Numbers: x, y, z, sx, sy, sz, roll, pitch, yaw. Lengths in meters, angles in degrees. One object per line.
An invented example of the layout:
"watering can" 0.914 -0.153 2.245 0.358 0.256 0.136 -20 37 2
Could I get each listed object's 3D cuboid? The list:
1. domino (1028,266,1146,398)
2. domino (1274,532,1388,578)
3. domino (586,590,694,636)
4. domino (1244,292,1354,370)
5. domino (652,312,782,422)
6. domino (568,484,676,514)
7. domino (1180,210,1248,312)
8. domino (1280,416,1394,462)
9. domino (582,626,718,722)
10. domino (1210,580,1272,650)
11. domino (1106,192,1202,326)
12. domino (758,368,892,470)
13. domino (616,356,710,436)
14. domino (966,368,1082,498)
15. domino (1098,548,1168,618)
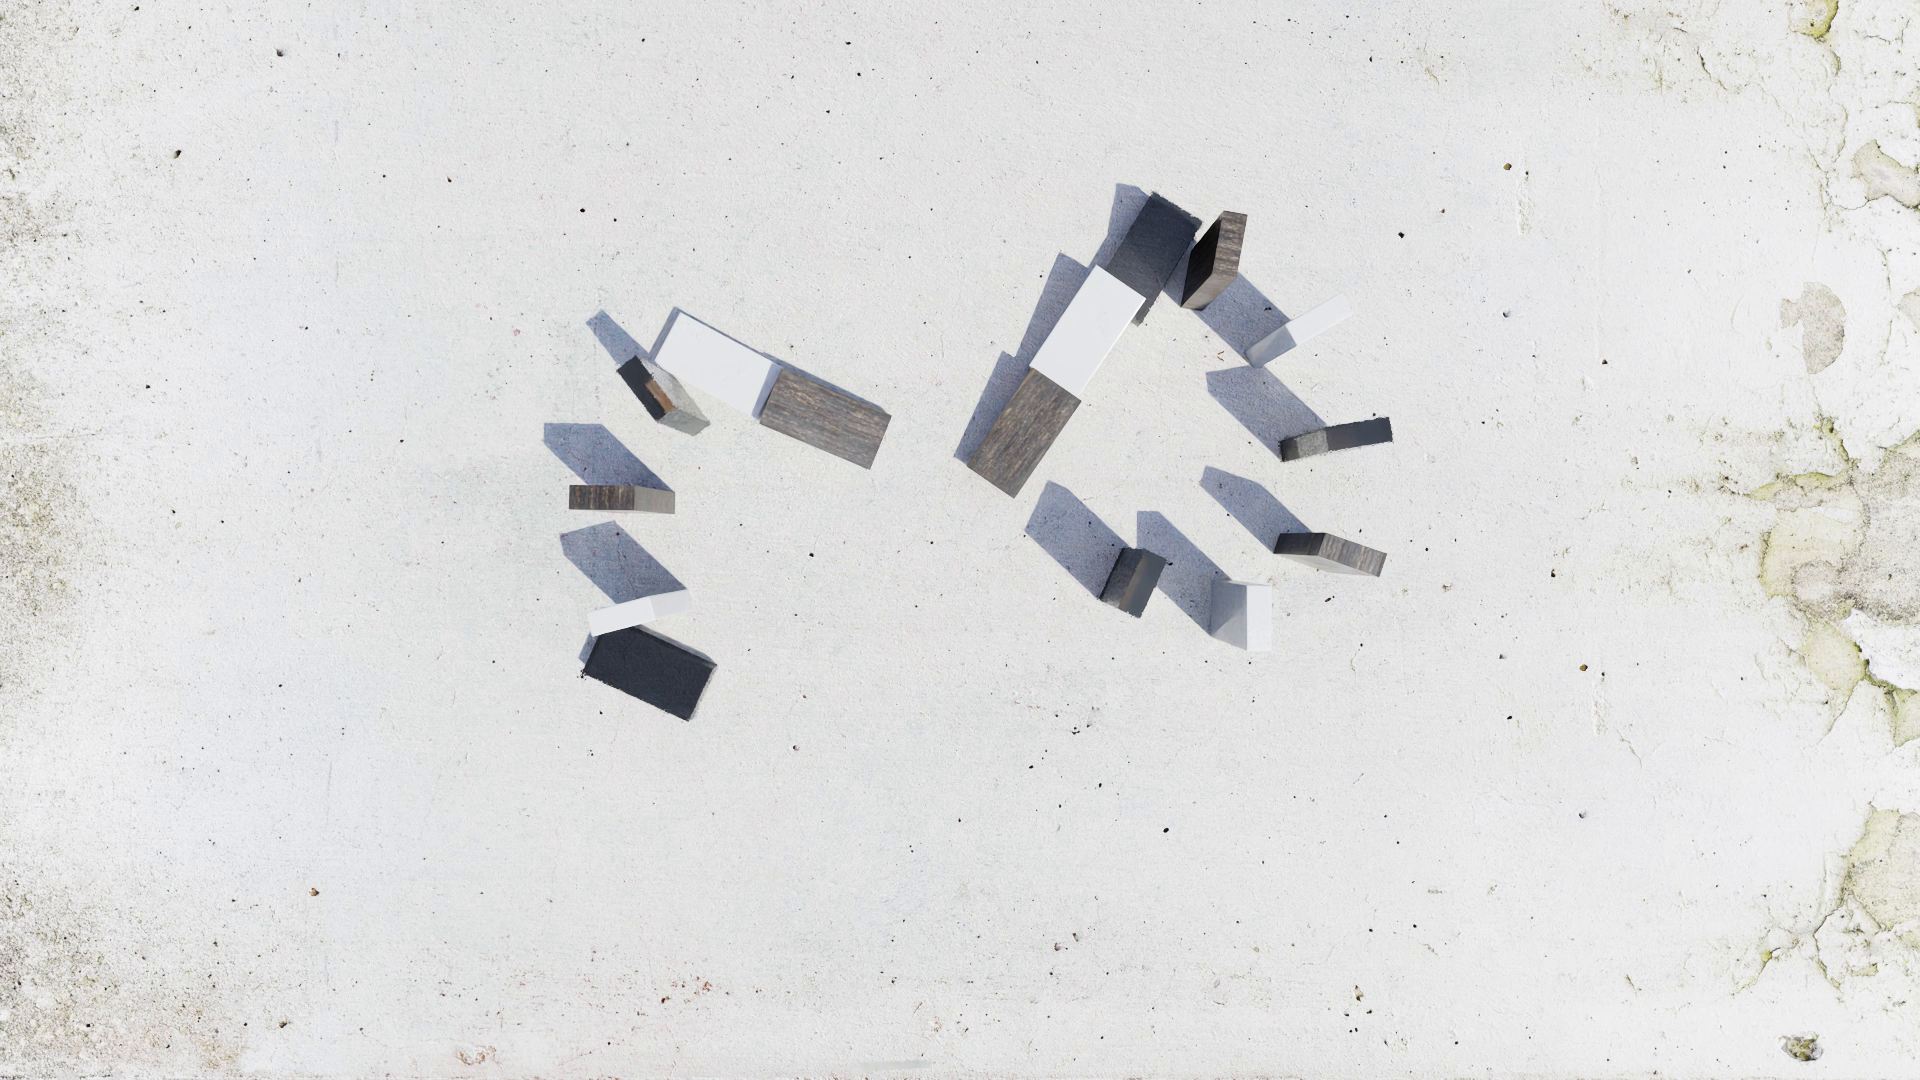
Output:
"domino" 0.054 -0.088 0.390 0.025 0.009 0.050 34 103 0
"domino" 0.150 0.006 0.375 0.025 0.050 0.009 19 90 0
"domino" -0.130 0.029 0.375 0.025 0.050 0.010 -15 90 0
"domino" 0.137 -0.085 0.375 0.025 0.050 0.009 -30 90 0
"domino" -0.103 -0.074 0.395 0.050 0.009 0.025 28 90 0
"domino" -0.137 -0.016 0.375 0.025 0.050 0.009 1 90 0
"domino" 0.103 -0.113 0.375 0.010 0.050 0.025 10 90 0
"domino" 0.152 -0.041 0.375 0.025 0.050 0.010 -9 90 0
"domino" -0.133 0.056 0.395 0.050 0.009 0.025 25 90 0
"domino" 0.114 0.030 0.375 0.009 0.050 0.025 0 90 0
"domino" 0.080 -0.121 0.395 0.025 0.010 0.050 31 90 0
"domino" -0.057 -0.051 0.391 0.050 0.009 0.025 22 90 -11
"domino" -0.120 -0.058 0.375 0.009 0.050 0.025 -38 90 0
"domino" 0.027 -0.045 0.391 0.025 0.009 0.050 34 101 0
"domino" 0.070 0.017 0.375 0.010 0.050 0.025 25 90 0
